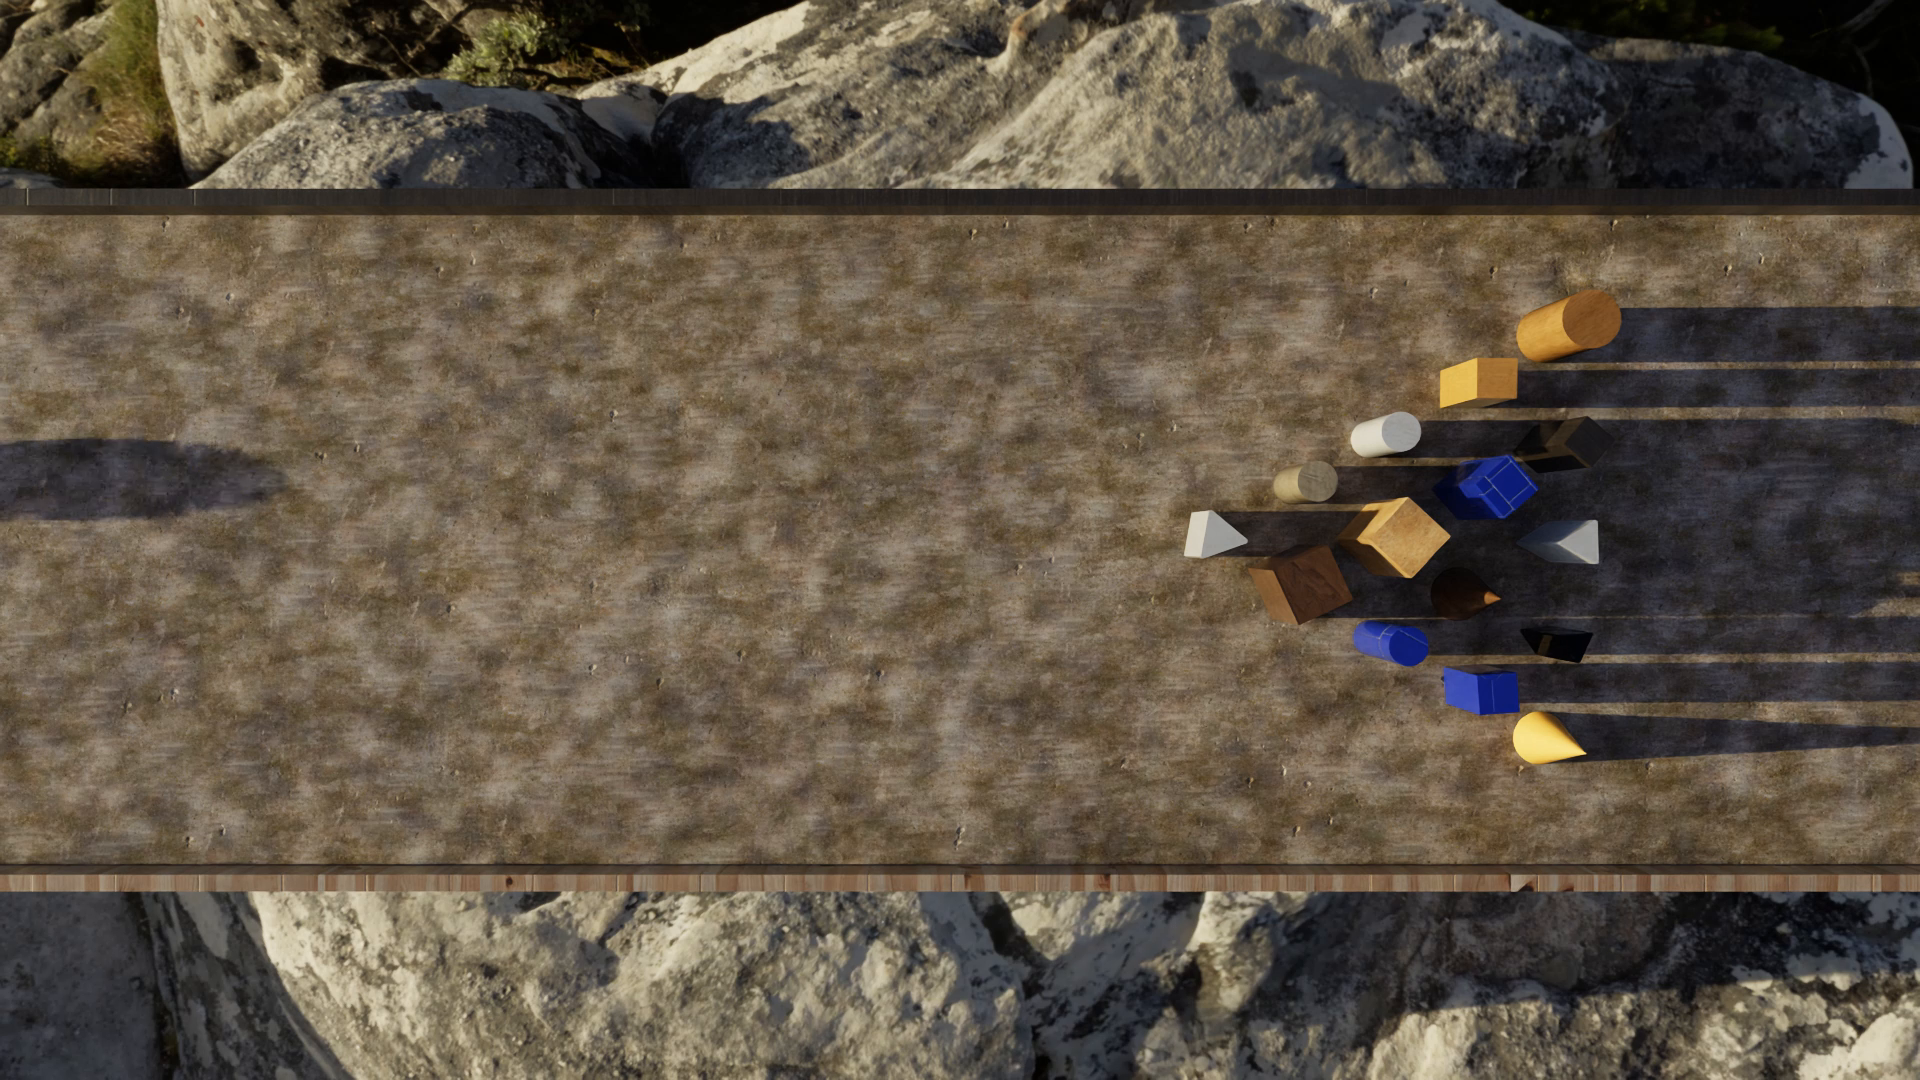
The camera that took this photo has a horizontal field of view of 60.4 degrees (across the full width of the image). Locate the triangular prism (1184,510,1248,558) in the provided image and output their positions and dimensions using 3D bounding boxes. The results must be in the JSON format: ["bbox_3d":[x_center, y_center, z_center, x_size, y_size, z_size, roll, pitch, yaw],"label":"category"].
[{"bbox_3d":[0.737,-0.029,4.898,0.140,0.356,0.121,-20,90,0],"label":"triangular prism"}]

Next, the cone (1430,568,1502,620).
[{"bbox_3d":[1.531,0.166,4.870,0.166,0.412,0.166,0,90,0],"label":"cone"}]

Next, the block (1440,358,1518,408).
[{"bbox_3d":[1.536,-0.463,4.896,0.115,0.362,0.115,1,90,0],"label":"block"}]

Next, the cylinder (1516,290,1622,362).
[{"bbox_3d":[1.798,-0.629,4.885,0.169,0.383,0.169,0,90,0],"label":"cylinder"}]

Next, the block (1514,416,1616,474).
[{"bbox_3d":[1.773,-0.277,4.860,0.103,0.433,0.103,40,90,0],"label":"block"}]

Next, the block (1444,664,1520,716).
[{"bbox_3d":[1.549,0.443,4.911,0.114,0.332,0.114,-4,90,0],"label":"block"}]

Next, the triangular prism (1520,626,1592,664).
[{"bbox_3d":[1.784,0.291,4.907,0.083,0.340,0.096,-35,90,0],"label":"triangular prism"}]

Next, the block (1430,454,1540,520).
[{"bbox_3d":[1.539,-0.150,4.856,0.127,0.442,0.127,-41,90,0],"label":"block"}]

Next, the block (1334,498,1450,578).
[{"bbox_3d":[1.267,-0.007,4.858,0.161,0.437,0.161,43,90,0],"label":"block"}]

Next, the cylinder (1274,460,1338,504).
[{"bbox_3d":[1.023,-0.168,4.896,0.117,0.362,0.117,0,90,0],"label":"cylinder"}]

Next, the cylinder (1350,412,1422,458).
[{"bbox_3d":[1.260,-0.310,4.894,0.115,0.364,0.115,0,90,0],"label":"cylinder"}]

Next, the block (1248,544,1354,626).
[{"bbox_3d":[0.999,0.128,4.870,0.172,0.412,0.172,-25,90,0],"label":"block"}]

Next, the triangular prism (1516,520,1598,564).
[{"bbox_3d":[1.791,-0.009,4.891,0.124,0.371,0.107,28,90,0],"label":"triangular prism"}]

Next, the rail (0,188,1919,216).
[{"bbox_3d":[-2.247,-1.025,5.002,12.000,0.150,0.050,0,90,0],"label":"rail"}]

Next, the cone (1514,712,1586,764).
[{"bbox_3d":[1.785,0.609,4.888,0.163,0.378,0.163,0,90,0],"label":"cone"}]

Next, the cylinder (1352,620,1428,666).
[{"bbox_3d":[1.264,0.300,4.861,0.112,0.430,0.112,0,90,0],"label":"cylinder"}]

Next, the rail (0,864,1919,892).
[{"bbox_3d":[-2.247,1.025,5.001,12.000,0.150,0.050,0,90,0],"label":"rail"}]
